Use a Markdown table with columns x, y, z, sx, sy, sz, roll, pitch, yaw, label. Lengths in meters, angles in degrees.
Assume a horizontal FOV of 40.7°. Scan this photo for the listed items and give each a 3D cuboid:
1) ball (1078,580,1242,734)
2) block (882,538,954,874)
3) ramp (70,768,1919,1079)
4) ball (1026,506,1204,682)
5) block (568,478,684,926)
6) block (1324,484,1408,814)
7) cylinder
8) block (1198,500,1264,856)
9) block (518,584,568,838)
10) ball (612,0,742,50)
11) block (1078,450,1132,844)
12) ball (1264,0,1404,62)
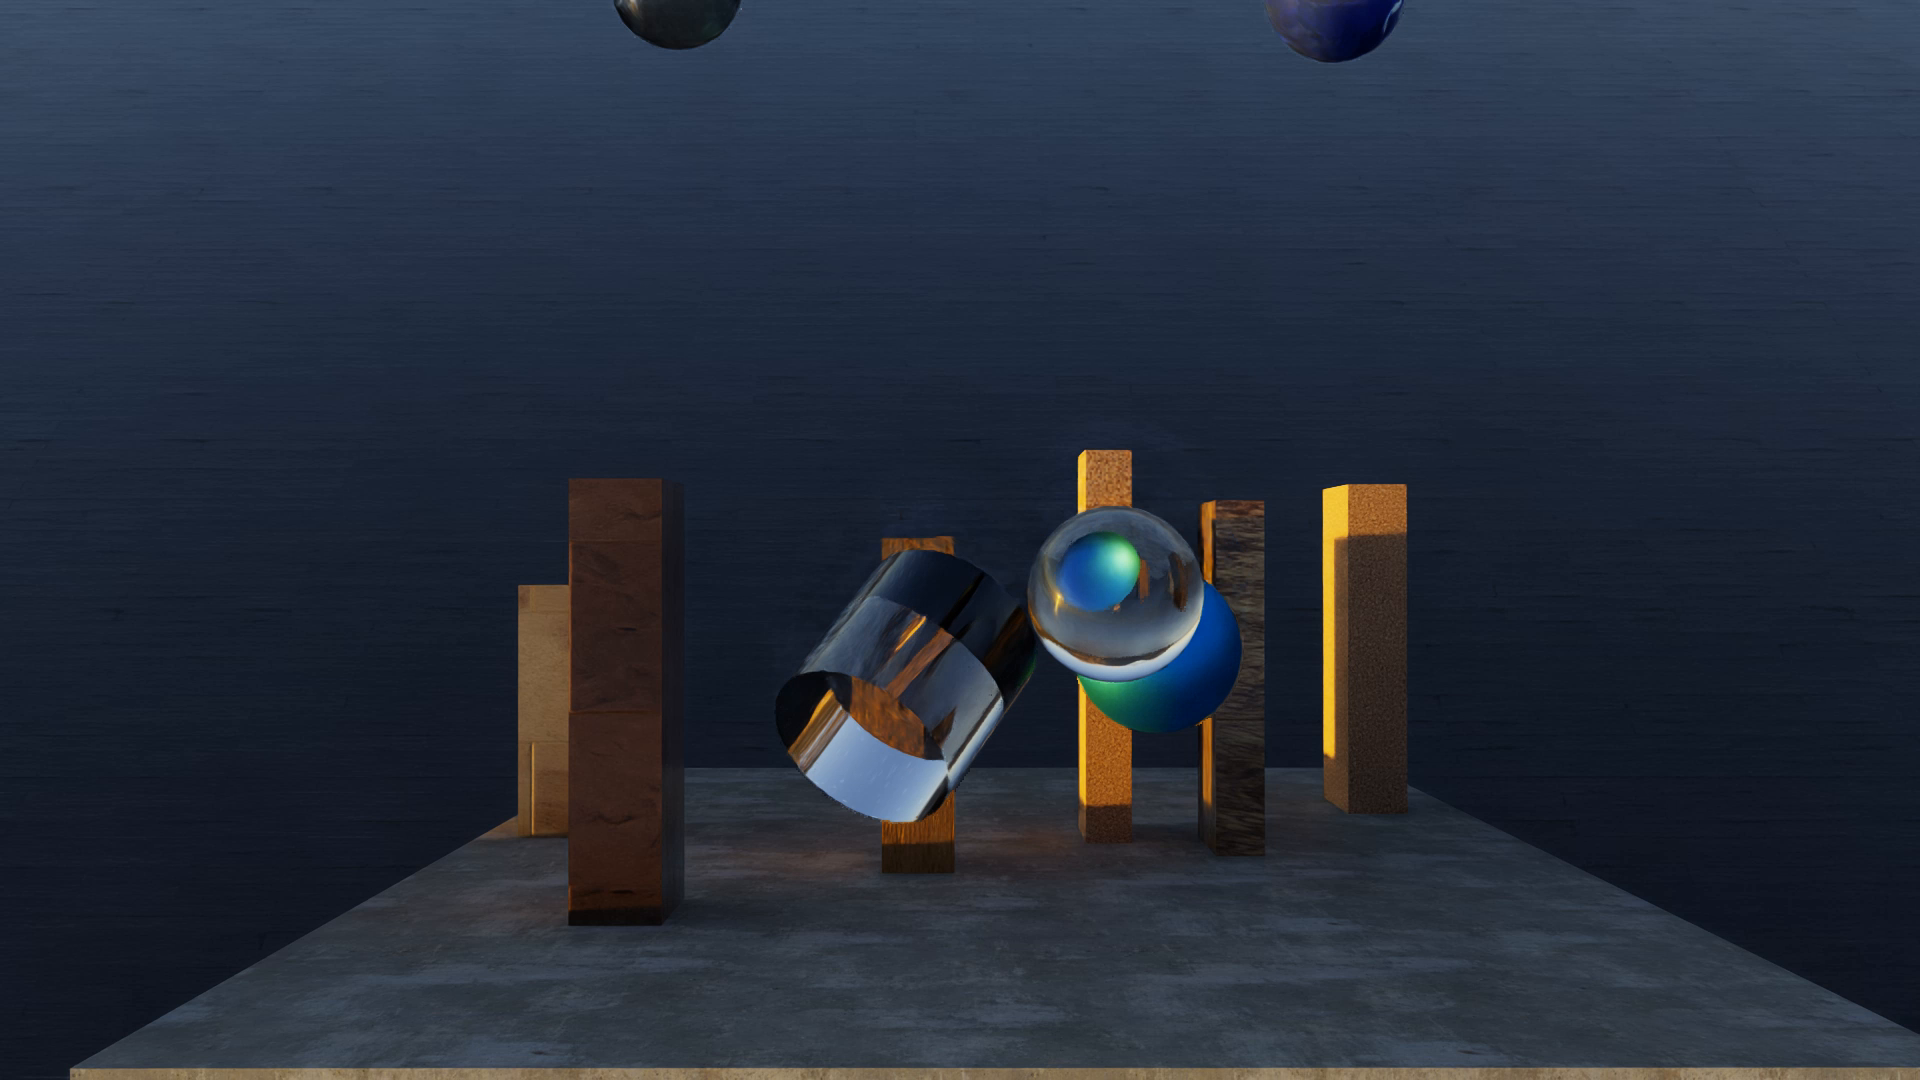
| x | y | z | sx | sy | sz | roll | pitch | yaw | label |
| --- | --- | --- | --- | --- | --- | --- | --- | --- | --- |
| 0.232 | 0.128 | 3.045 | 0.197 | 0.197 | 0.197 | 0 | 32 | 0 | ball |
| -0.072 | 0.282 | 4.545 | 0.124 | 0.573 | 0.254 | 0 | -1 | 0 | block |
| 0.070 | 0.620 | 4.703 | 2.000 | 0.100 | 4.000 | 0 | -1 | 0 | ramp |
| 0.158 | 0.055 | 2.639 | 0.181 | 0.181 | 0.181 | 0 | 32 | 0 | ball |
| -0.502 | 0.237 | 3.932 | 0.135 | 0.651 | 0.315 | 0 | -1 | 0 | block |
| 0.882 | 0.232 | 5.656 | 0.124 | 0.695 | 0.372 | 0 | -1 | 0 | block |
| -0.056 | 0.154 | 2.762 | 0.207 | 0.207 | 0.207 | 15 | 44 | 23 | cylinder |
| 0.505 | 0.251 | 4.846 | 0.088 | 0.641 | 0.353 | 0 | -1 | 0 | block |
| -0.796 | 0.332 | 5.216 | 0.112 | 0.486 | 0.445 | 0 | -1 | 0 | block |
| -0.290 | -0.571 | 2.651 | 0.137 | 0.137 | 0.137 | 0 | 32 | 0 | ball |
| 0.281 | 0.202 | 5.047 | 0.087 | 0.743 | 0.308 | 0 | -1 | 0 | block |
| 0.374 | -0.549 | 2.591 | 0.140 | 0.140 | 0.140 | 0 | 32 | 0 | ball |
